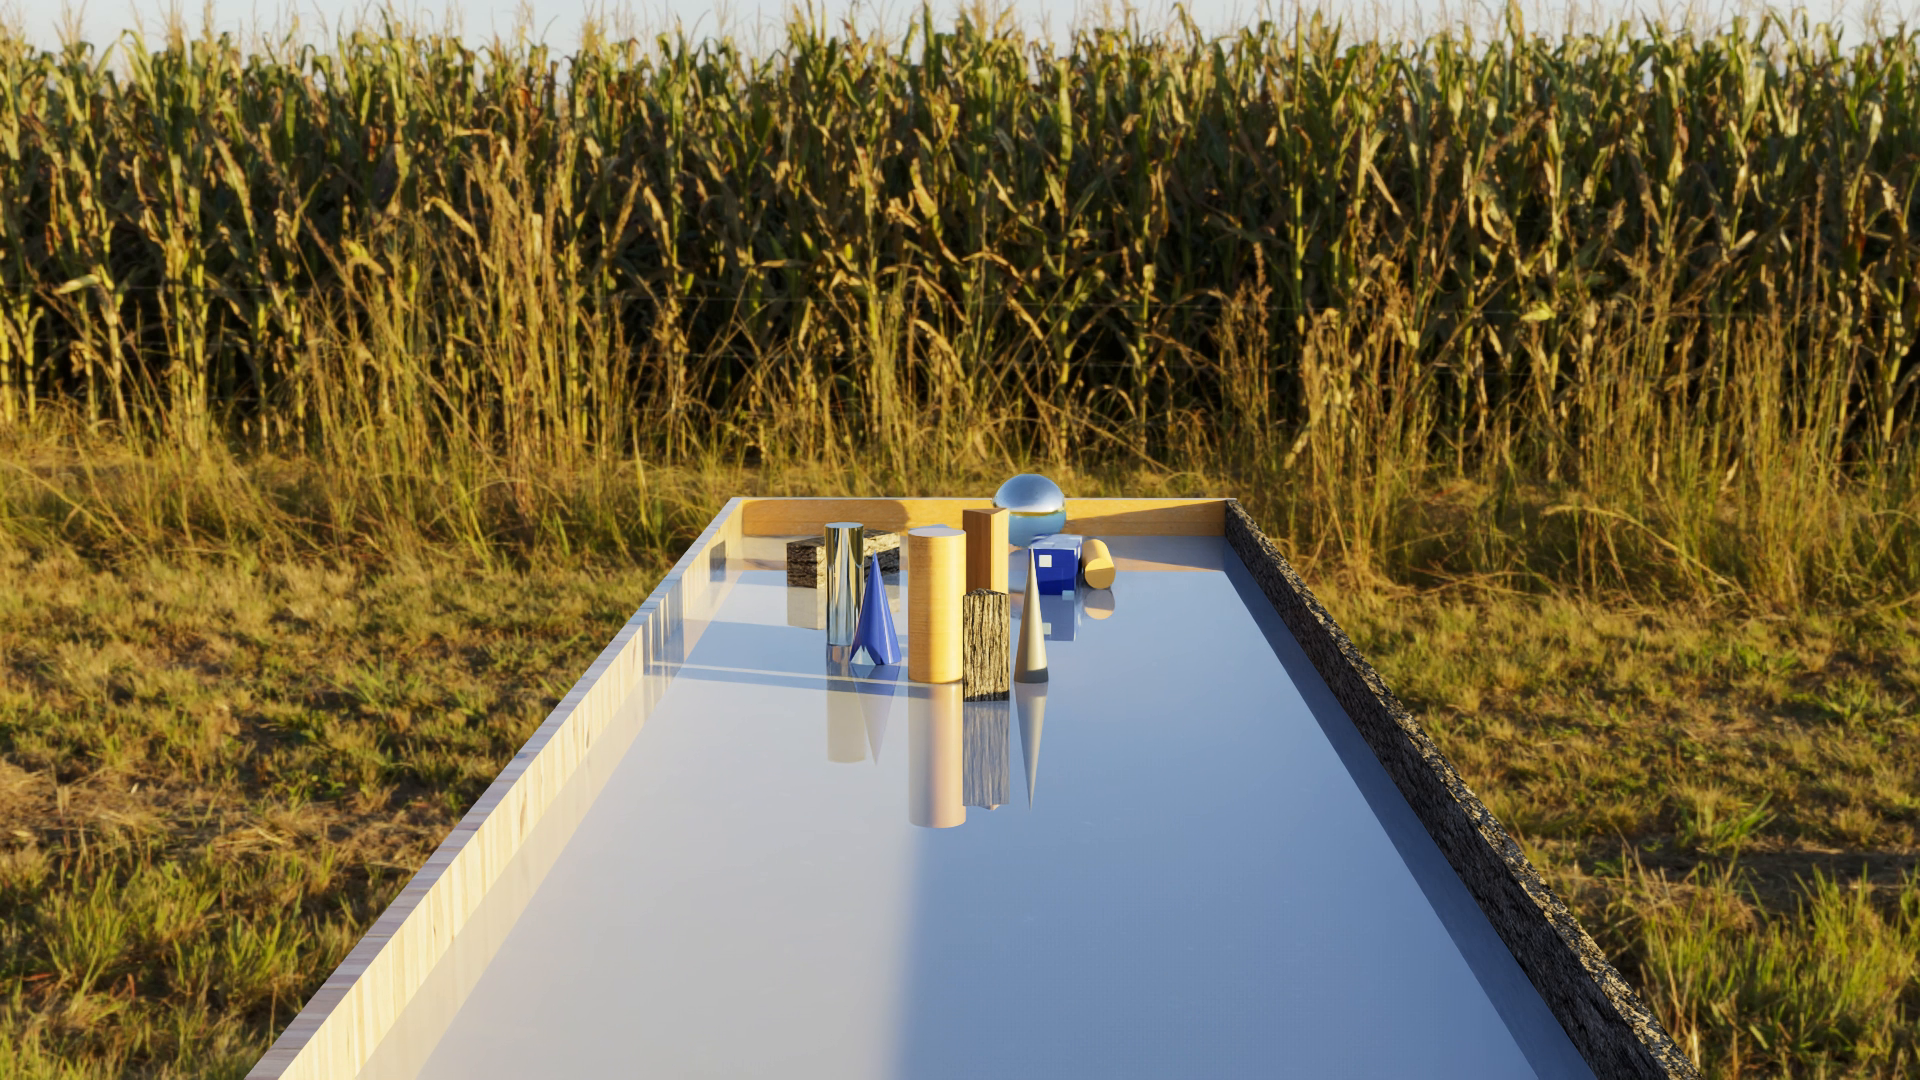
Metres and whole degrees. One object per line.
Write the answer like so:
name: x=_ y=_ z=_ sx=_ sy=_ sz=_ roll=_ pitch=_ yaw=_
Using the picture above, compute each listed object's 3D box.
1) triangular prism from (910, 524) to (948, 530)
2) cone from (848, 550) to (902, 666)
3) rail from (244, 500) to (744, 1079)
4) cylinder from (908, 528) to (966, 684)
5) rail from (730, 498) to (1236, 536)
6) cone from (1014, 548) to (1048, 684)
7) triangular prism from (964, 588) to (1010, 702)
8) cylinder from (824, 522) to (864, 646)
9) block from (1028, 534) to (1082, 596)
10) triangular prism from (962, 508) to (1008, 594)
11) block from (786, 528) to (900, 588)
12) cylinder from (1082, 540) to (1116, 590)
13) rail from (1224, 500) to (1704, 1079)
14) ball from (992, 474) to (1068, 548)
triangular prism: x=-0.072 y=0.140 z=6.947 sx=0.148 sy=0.369 sz=0.128 roll=2 pitch=9 yaw=14
cone: x=-0.258 y=0.194 z=6.683 sx=0.163 sy=0.345 sz=0.163 roll=0 pitch=9 yaw=0
rail: x=-1.004 y=0.839 z=3.234 sx=0.050 sy=0.150 sz=12.000 roll=0 pitch=9 yaw=1
cylinder: x=-0.068 y=0.191 z=6.425 sx=0.170 sy=0.432 sz=0.170 roll=0 pitch=9 yaw=0
rail: x=0.099 y=-0.098 z=9.147 sx=2.100 sy=0.150 sz=0.050 roll=0 pitch=9 yaw=1
cone: x=0.208 y=0.207 z=6.399 sx=0.104 sy=0.409 sz=0.104 roll=0 pitch=9 yaw=0
triangular prism: x=0.066 y=0.293 z=6.196 sx=0.132 sy=0.301 sz=0.115 roll=-1 pitch=9 yaw=-8
cylinder: x=-0.363 y=0.139 z=6.928 sx=0.122 sy=0.376 sz=0.122 roll=0 pitch=9 yaw=0
block: x=0.345 y=0.087 z=7.932 sx=0.165 sy=0.165 sz=0.333 roll=1 pitch=9 yaw=8
triangular prism: x=0.099 y=0.134 z=6.702 sx=0.121 sy=0.457 sz=0.140 roll=-8 pitch=12 yaw=-40
block: x=-0.428 y=0.066 z=8.110 sx=0.152 sy=0.152 sz=0.451 roll=7 pitch=12 yaw=39
cylinder: x=0.505 y=0.087 z=8.107 sx=0.111 sy=0.111 sz=0.441 roll=0 pitch=9 yaw=0
rail: x=1.046 y=0.843 z=3.208 sx=0.050 sy=0.150 sz=12.000 roll=0 pitch=9 yaw=1
ball: x=0.277 y=-0.116 z=8.778 sx=0.302 sy=0.302 sz=0.302 roll=0 pitch=9 yaw=0
